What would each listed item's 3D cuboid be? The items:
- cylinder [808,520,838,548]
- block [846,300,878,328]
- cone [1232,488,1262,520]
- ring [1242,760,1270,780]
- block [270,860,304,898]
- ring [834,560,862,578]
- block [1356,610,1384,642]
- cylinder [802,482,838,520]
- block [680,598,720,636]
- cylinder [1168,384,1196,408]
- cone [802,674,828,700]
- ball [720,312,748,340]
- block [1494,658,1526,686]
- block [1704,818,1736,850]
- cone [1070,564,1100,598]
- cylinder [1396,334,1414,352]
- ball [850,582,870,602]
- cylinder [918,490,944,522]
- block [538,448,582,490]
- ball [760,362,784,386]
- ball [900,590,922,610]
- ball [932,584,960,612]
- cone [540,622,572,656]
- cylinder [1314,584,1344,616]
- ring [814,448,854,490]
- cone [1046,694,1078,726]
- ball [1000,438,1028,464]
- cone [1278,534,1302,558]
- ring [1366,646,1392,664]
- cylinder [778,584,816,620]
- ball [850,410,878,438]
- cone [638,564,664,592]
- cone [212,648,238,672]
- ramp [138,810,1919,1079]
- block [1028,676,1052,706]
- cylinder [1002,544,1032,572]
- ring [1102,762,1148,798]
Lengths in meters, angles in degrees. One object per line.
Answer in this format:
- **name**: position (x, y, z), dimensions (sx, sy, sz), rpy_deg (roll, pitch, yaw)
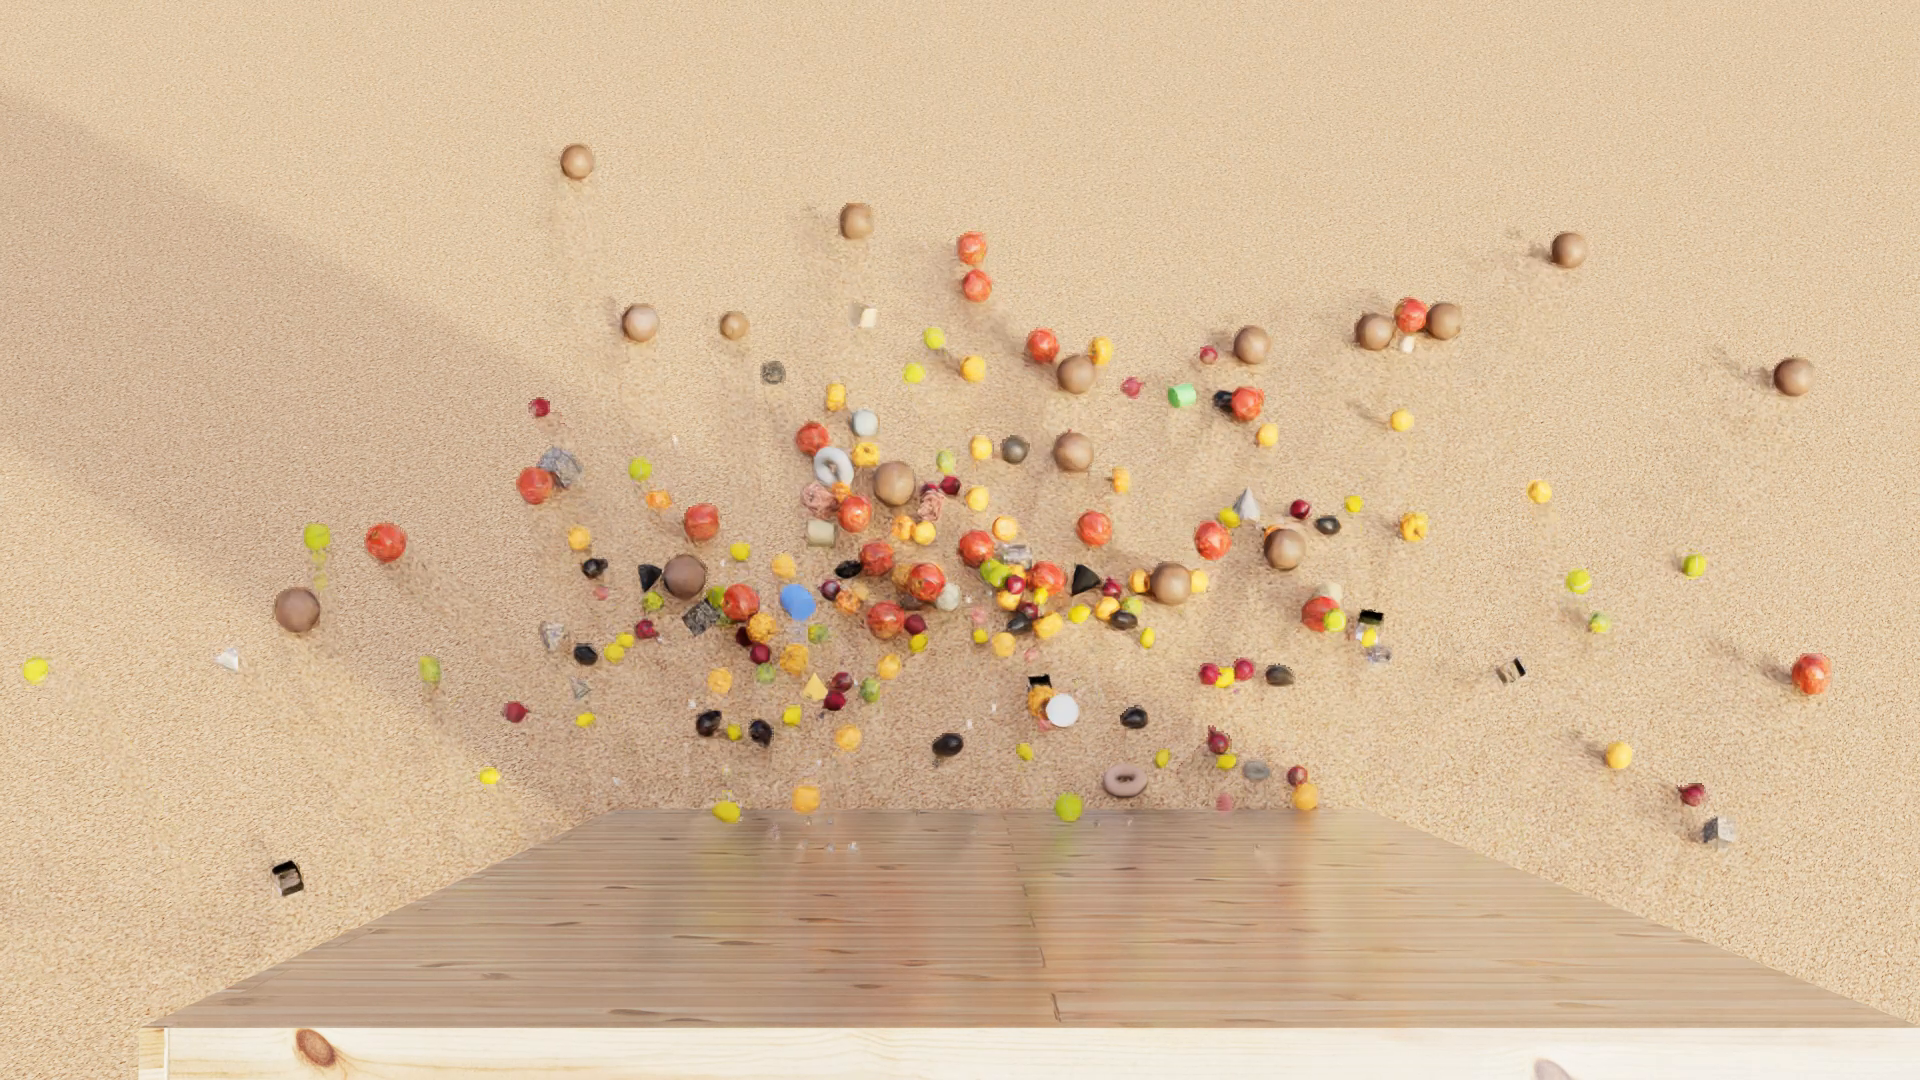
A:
- **cylinder**: position (-0.422, -0.019, 7.959), dimensions (0.080, 0.080, 0.080), rpy_deg (4, 37, 5)
- **block**: position (-0.331, -0.769, 8.855), dimensions (0.067, 0.067, 0.067), rpy_deg (1, 24, -45)
- **cone**: position (0.896, -0.129, 8.098), dimensions (0.092, 0.092, 0.092), rpy_deg (0, 37, 0)
- **ring**: position (0.812, 0.632, 7.130), dimensions (0.075, 0.025, 0.075), rpy_deg (3, 34, -2)
- **block**: position (-1.749, 0.881, 6.765), dimensions (0.058, 0.058, 0.058), rpy_deg (-21, 38, -26)
- **ring**: position (-0.337, 0.088, 7.849), dimensions (0.083, 0.028, 0.083), rpy_deg (-10, 25, 5)
- **block**: position (1.198, 0.252, 7.610), dimensions (0.063, 0.063, 0.063), rpy_deg (12, 38, 16)
- **cylinder**: position (-0.435, -0.121, 8.092), dimensions (0.085, 0.085, 0.085), rpy_deg (-21, 42, -26)
- **block**: position (-0.736, 0.220, 7.395), dimensions (0.068, 0.068, 0.068), rpy_deg (-34, 8, 28)
- **cylinder**: position (0.734, -0.475, 8.585), dimensions (0.066, 0.066, 0.066), rpy_deg (-19, 41, -23)
- **cone**: position (-0.413, 0.404, 7.399), dimensions (0.072, 0.072, 0.072), rpy_deg (0, 37, 0)
- **ball**: position (-0.776, -0.733, 8.908), dimensions (0.096, 0.096, 0.096), rpy_deg (0, 37, 0)
- **block**: position (1.571, 0.376, 7.427), dimensions (0.052, 0.052, 0.052), rpy_deg (-29, 86, -25)
- **block**: position (2.008, 0.776, 6.878), dimensions (0.058, 0.058, 0.058), rpy_deg (20, 58, -19)
- **cone**: position (0.357, 0.137, 7.782), dimensions (0.093, 0.093, 0.093), rpy_deg (28, 70, 32)
- **cylinder**: position (1.508, -0.664, 8.794), dimensions (0.053, 0.053, 0.053), rpy_deg (10, 9, -2)
- **ball**: position (-0.300, 0.153, 7.746), dimensions (0.060, 0.060, 0.060), rpy_deg (0, 37, 0)
- **cylinder**: position (-0.089, -0.108, 8.086), dimensions (0.072, 0.072, 0.072), rpy_deg (7, 37, 9)
- **block**: position (-1.255, -0.226, 8.163), dimensions (0.082, 0.082, 0.082), rpy_deg (17, 60, 35)
- **ball**: position (-0.626, -0.555, 8.683), dimensions (0.077, 0.077, 0.077), rpy_deg (0, 37, 0)
- **ball**: position (-0.144, 0.179, 7.710), dimensions (0.062, 0.062, 0.062), rpy_deg (0, 37, 0)
- **ball**: position (-0.040, 0.170, 7.673), dimensions (0.081, 0.081, 0.081), rpy_deg (0, 37, 0)
- **cone**: position (-1.182, 0.300, 7.540), dimensions (0.092, 0.092, 0.092), rpy_deg (4, 49, 6)
- **cylinder**: position (1.092, 0.175, 7.705), dimensions (0.074, 0.074, 0.074), rpy_deg (11, 23, 15)
- **ring**: position (-0.398, -0.226, 8.184), dimensions (0.144, 0.144, 0.048), rpy_deg (21, 35, 25)
- **cone**: position (0.280, 0.488, 7.287), dimensions (0.090, 0.090, 0.090), rpy_deg (2, 73, -7)
- **ball**: position (0.174, -0.285, 8.313), dimensions (0.087, 0.087, 0.087), rpy_deg (0, 37, 0)
- **cone**: position (1.010, 0.008, 7.933), dimensions (0.070, 0.070, 0.070), rpy_deg (0, 37, 0)
- **ring**: position (1.213, 0.333, 7.533), dimensions (0.078, 0.026, 0.078), rpy_deg (1, 33, 0)
- **cylinder**: position (-0.482, 0.184, 7.688), dimensions (0.080, 0.080, 0.080), rpy_deg (-19, 41, -24)
- **ball**: position (-0.310, -0.378, 8.434), dimensions (0.091, 0.091, 0.091), rpy_deg (0, 37, 0)
- **cone**: position (-0.939, 0.124, 7.806), dimensions (0.078, 0.078, 0.078), rpy_deg (11, 72, 15)
- **cone**: position (-2.117, 0.344, 7.462), dimensions (0.071, 0.071, 0.071), rpy_deg (-2, 32, -37)
- **ramp**: position (0.081, 0.681, 4.910), dimensions (2.000, 0.100, 4.000), rpy_deg (0, -2, 0)
- **block**: position (0.227, 0.428, 7.375), dimensions (0.061, 0.061, 0.061), rpy_deg (-3, 35, -3)
- **cylinder**: position (0.170, 0.053, 7.860), dimensions (0.084, 0.084, 0.084), rpy_deg (-3, 37, -4)
- **ring**: position (0.450, 0.655, 7.088), dimensions (0.122, 0.041, 0.122), rpy_deg (-1, 37, 1)
